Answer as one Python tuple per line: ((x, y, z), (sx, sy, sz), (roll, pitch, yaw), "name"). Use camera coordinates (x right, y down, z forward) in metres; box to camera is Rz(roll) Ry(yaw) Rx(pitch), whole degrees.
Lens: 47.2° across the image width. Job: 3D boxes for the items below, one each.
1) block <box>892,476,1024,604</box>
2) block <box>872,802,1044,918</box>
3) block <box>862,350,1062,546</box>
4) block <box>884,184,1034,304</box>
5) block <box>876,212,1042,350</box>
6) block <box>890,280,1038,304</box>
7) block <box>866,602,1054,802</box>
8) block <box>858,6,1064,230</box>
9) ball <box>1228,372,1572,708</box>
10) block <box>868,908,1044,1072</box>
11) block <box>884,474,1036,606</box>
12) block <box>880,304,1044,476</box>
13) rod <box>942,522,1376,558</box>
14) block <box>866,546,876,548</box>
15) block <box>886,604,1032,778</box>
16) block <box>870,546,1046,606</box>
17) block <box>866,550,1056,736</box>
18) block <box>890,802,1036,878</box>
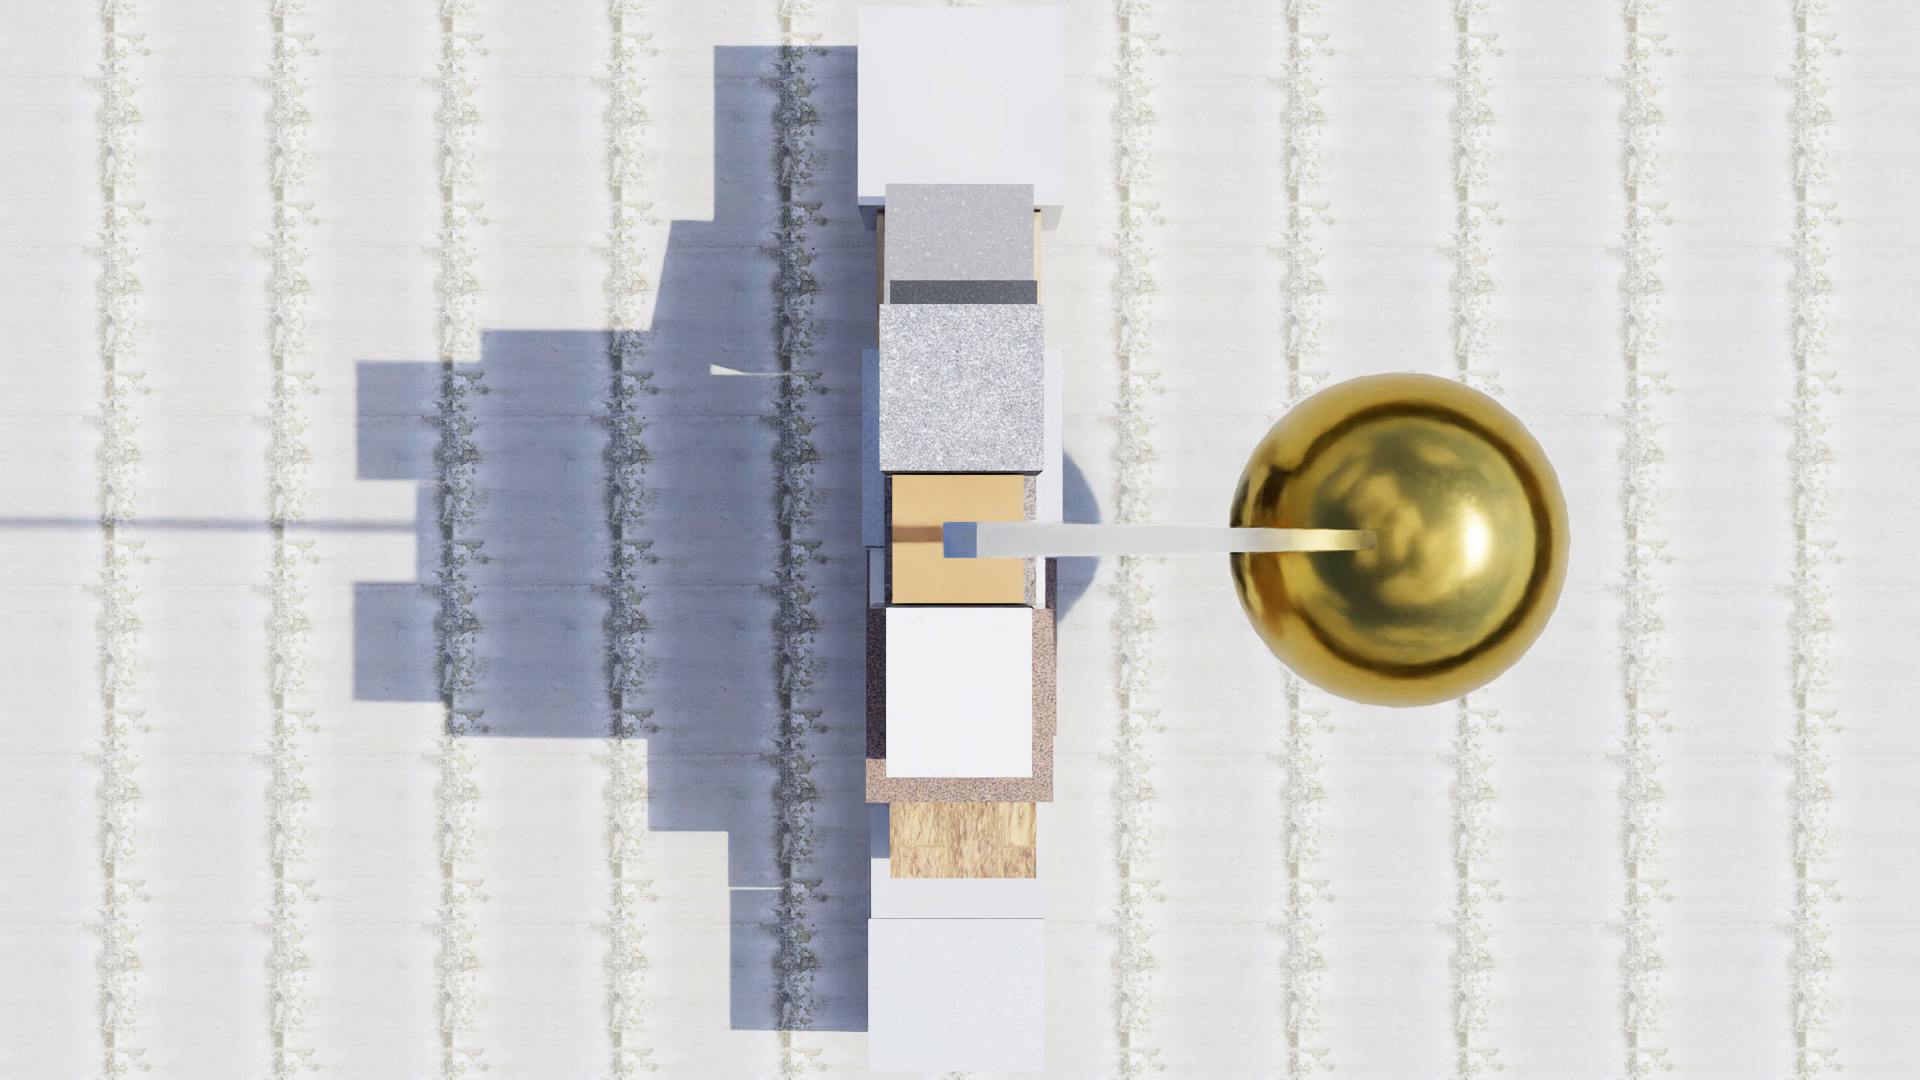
((-0.009, -0.004, 10.016), (0.581, 0.501, 0.569), (0, 90, 0), "block")
((-0.011, 1.574, 12.508), (0.946, 0.984, 0.985), (0, 90, 0), "block")
((0.011, -0.462, 11.504), (0.999, 1.055, 0.981), (0, 90, 0), "block")
((-0.004, -1.420, 11.789), (0.779, 0.665, 0.779), (0, 78, 0), "block")
((-0.006, -1.396, 12.598), (0.914, 0.804, 0.843), (0, 90, 0), "block")
((0.018, -0.808, 10.597), (0.686, 0.759, 0.798), (0, 90, 0), "block")
((-0.001, 0.762, 10.603), (0.861, 0.974, 0.890), (0, 90, 0), "block")
((0.007, -2.369, 12.501), (1.126, 0.997, 1.083), (0, 90, 0), "block")
((2.074, 0.000, 10.450), (1.600, 1.600, 1.600), (0, 90, 0), "ball")
((-0.020, 2.494, 12.523), (0.963, 0.954, 0.834), (0, 90, 0), "block")
((0.002, -0.046, 10.621), (0.710, 0.710, 0.706), (0, 90, 0), "block")
((0.008, -0.654, 9.820), (0.703, 0.796, 0.711), (0, 90, 0), "block")
((0.899, 0.000, 7.260), (0.080, 5.200, 0.080), (0, 90, 20), "rod")
((0.002, -0.460, 12.516), (1.037, 0.968, 1.010), (0, 90, 0), "block")
((-0.004, 0.650, 9.742), (0.619, 0.749, 0.720), (0, 90, 0), "block")
((-0.012, 0.523, 11.550), (0.883, 0.920, 0.970), (0, 90, 0), "block")
((0.009, 0.563, 12.505), (1.038, 0.990, 1.016), (0, 90, 0), "block")
((0.017, 1.383, 11.682), (0.757, 0.661, 0.724), (0, 91, 0), "block")
